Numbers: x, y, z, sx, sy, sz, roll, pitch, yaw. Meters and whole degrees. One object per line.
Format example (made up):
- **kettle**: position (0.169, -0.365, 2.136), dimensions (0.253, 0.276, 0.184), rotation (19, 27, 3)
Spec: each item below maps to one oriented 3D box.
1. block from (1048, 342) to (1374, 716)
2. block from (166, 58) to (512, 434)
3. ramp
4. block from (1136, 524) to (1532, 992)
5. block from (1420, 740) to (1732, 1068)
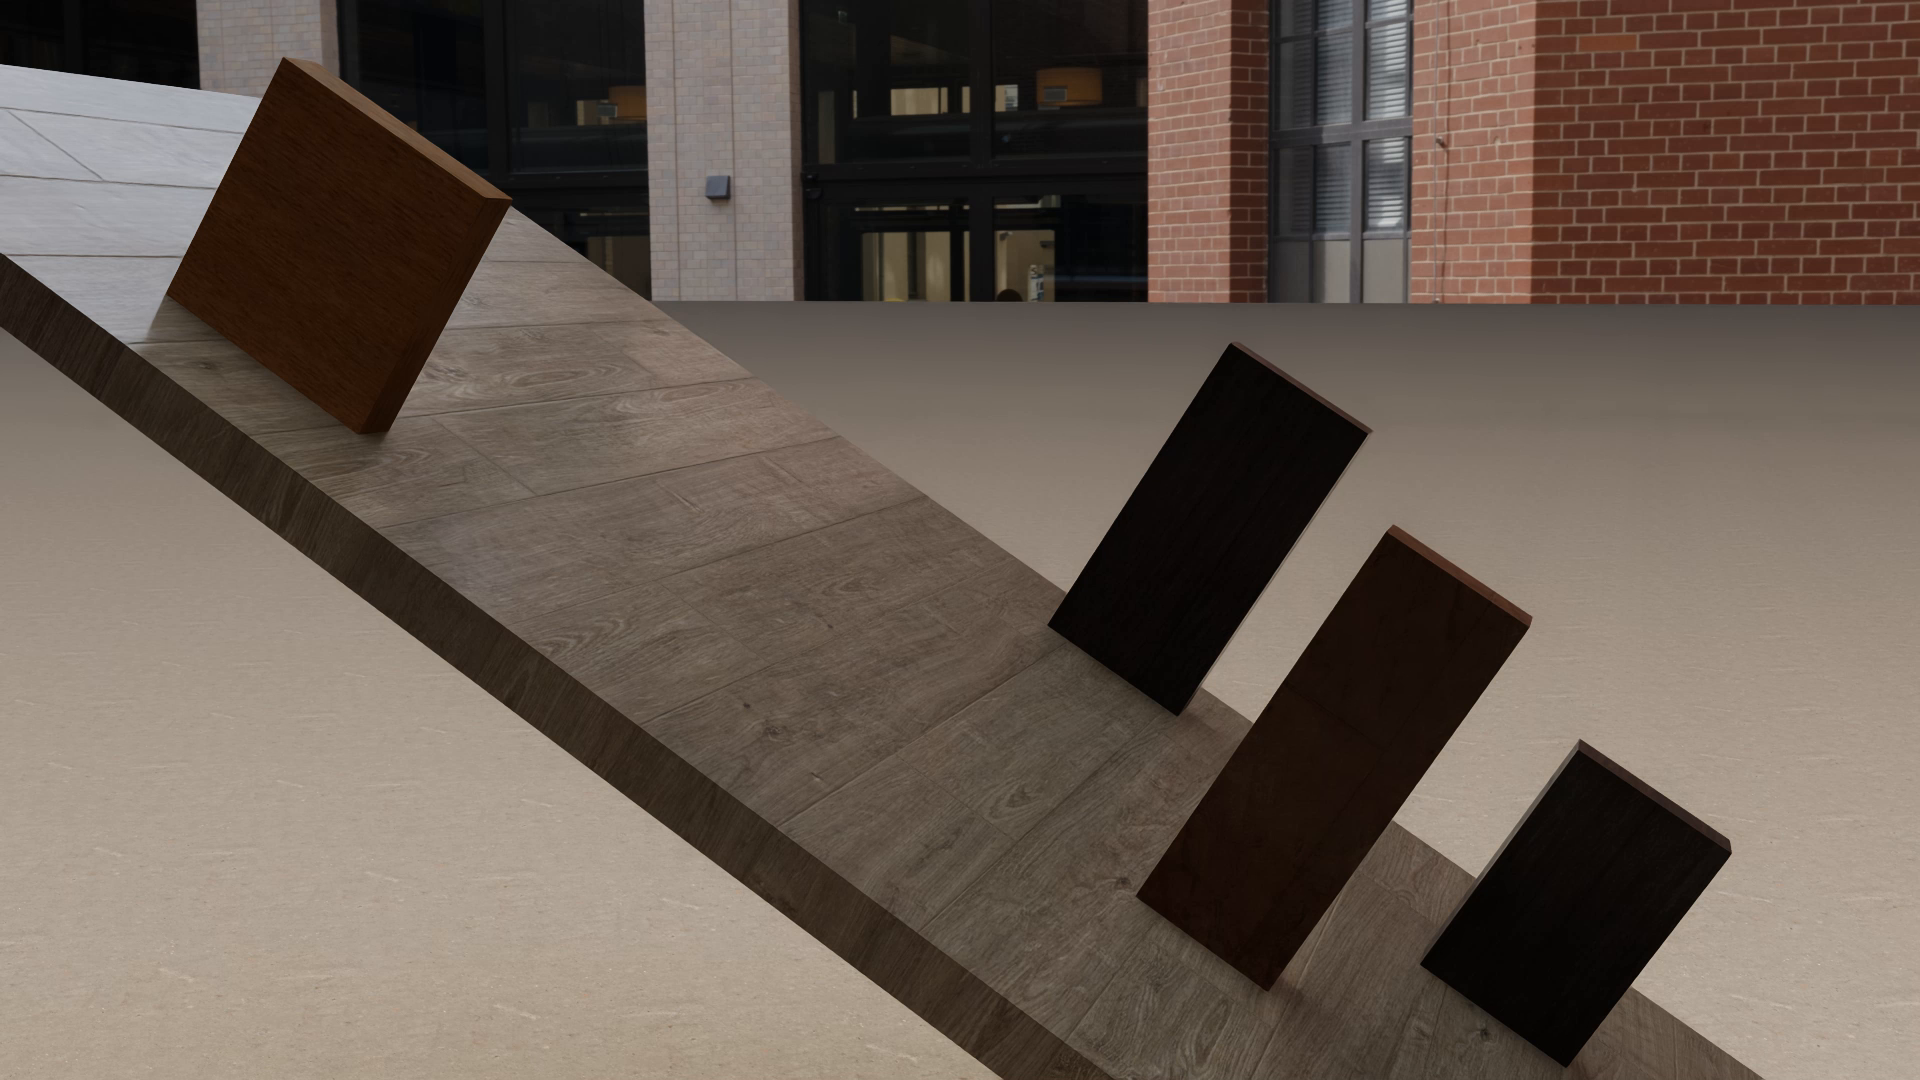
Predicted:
- **block**: position (0.522, -0.022, 4.639), dimensions (0.339, 0.720, 0.096), rotation (35, 15, 10)
- **block**: position (-1.008, -0.474, 3.556), dimensions (0.418, 0.444, 0.091), rotation (35, 15, 10)
- **ramp**: position (-0.139, 0.232, 4.105), dimensions (4.000, 0.100, 2.000), rotation (35, 15, 10)
- **block**: position (0.600, 0.356, 3.564), dimensions (0.263, 0.735, 0.109), rotation (35, 15, 10)
- **block**: position (1.135, 0.672, 4.070), dimensions (0.321, 0.507, 0.102), rotation (35, 15, 10)
